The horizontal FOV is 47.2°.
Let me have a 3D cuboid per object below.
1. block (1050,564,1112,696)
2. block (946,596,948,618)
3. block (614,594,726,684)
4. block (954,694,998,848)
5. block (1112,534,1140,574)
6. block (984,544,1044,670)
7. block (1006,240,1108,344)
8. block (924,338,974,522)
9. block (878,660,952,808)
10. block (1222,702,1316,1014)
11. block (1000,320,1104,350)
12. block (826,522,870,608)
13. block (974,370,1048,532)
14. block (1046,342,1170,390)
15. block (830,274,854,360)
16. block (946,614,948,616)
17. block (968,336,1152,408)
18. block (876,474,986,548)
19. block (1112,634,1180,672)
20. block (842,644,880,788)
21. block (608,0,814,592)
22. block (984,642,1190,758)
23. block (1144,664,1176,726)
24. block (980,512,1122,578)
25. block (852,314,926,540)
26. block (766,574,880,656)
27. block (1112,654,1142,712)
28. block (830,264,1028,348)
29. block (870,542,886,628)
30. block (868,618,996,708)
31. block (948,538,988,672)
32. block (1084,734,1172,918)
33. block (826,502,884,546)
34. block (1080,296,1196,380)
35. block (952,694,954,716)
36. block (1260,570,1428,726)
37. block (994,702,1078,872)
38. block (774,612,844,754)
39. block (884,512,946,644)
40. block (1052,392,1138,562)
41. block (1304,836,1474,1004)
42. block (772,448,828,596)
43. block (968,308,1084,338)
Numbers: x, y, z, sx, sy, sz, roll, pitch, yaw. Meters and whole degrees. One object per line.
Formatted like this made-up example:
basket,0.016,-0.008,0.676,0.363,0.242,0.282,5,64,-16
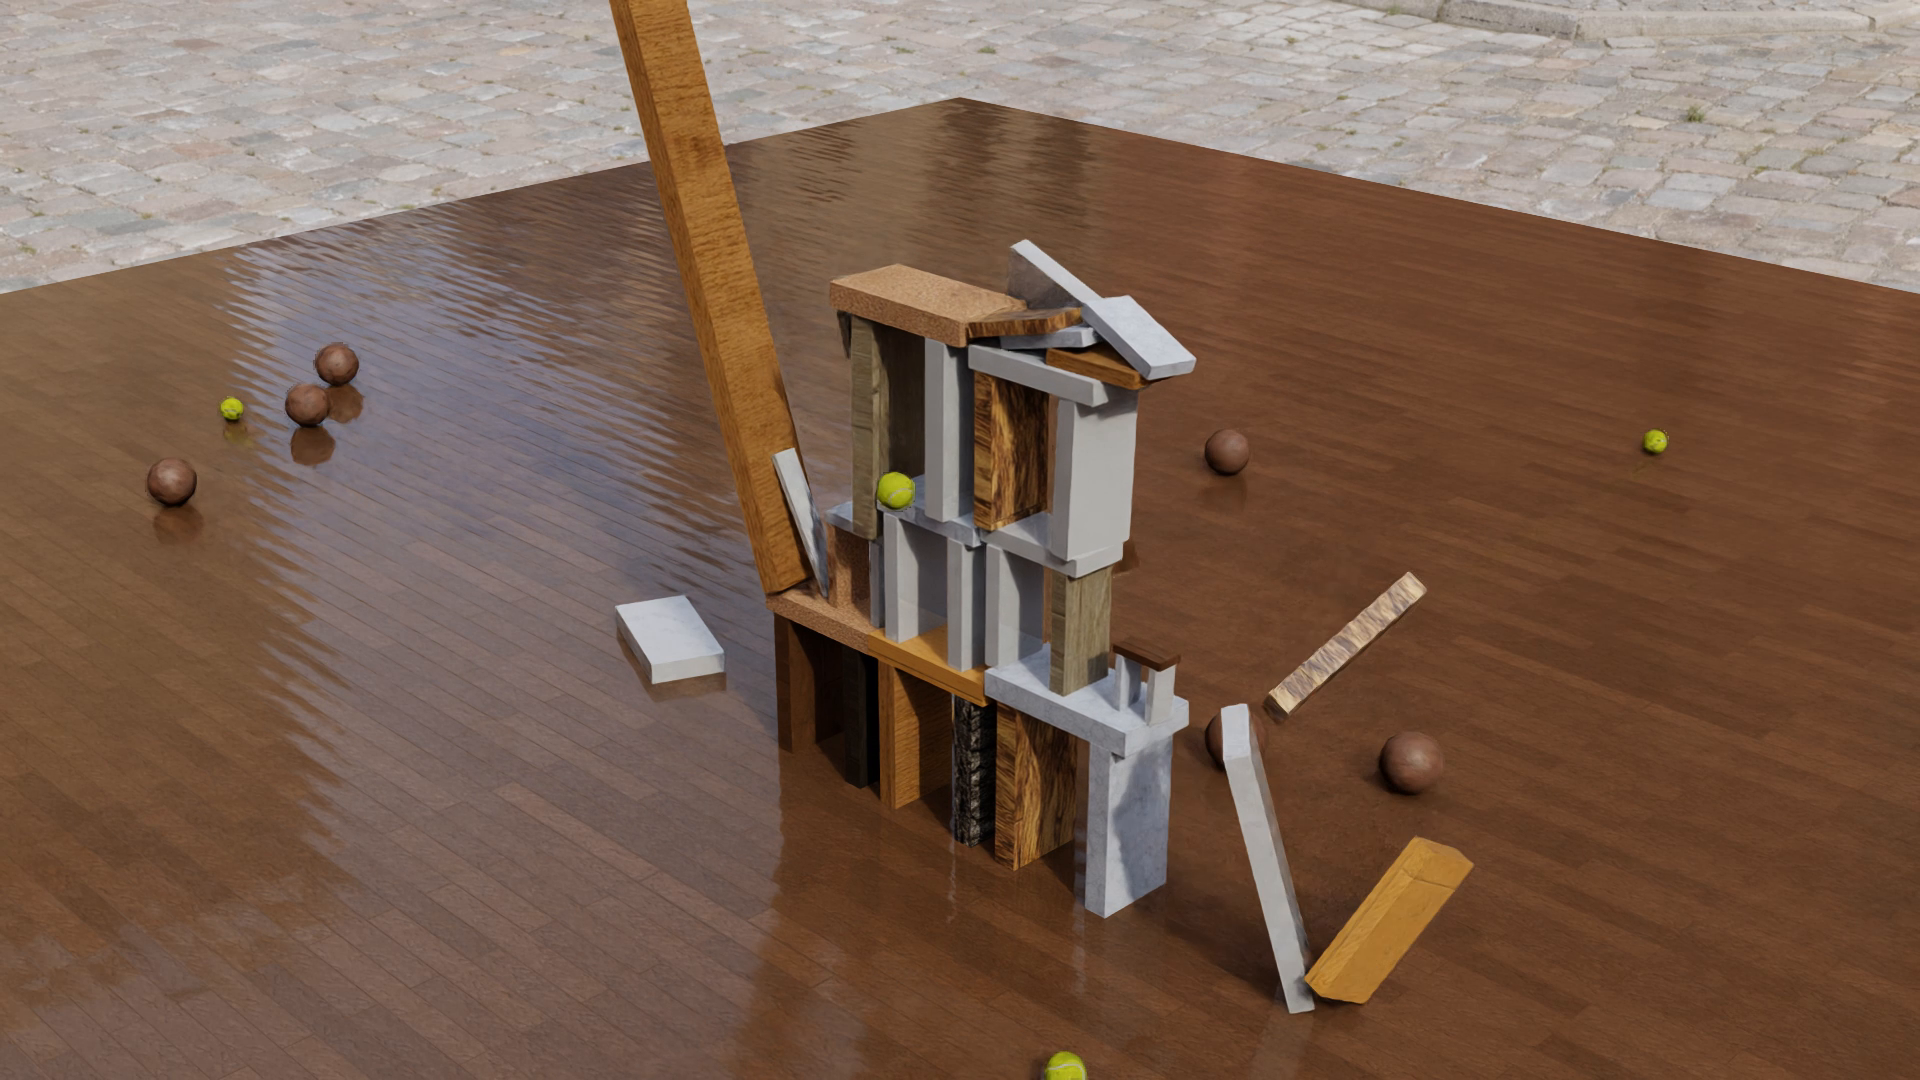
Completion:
block,0.223,0.154,4.051,0.123,0.247,0.035,-21,31,-40
block,-0.117,0.215,4.896,0.344,0.049,0.172,-2,56,-22
block,-0.682,0.230,5.157,0.172,0.049,0.344,-9,25,-20
block,0.062,0.430,4.336,0.046,0.322,0.161,21,31,41
block,0.271,-0.028,4.190,0.094,0.189,0.027,-16,8,4
block,0.104,0.110,4.154,0.035,0.247,0.123,21,31,40
block,0.186,-0.422,4.000,0.037,0.131,0.263,-28,53,-29
block,0.016,-0.224,4.113,0.175,0.351,0.050,-20,31,-39
block,-0.090,0.370,4.476,0.046,0.322,0.161,21,31,41
block,0.529,0.549,3.764,0.045,0.543,0.158,-12,27,11
block,0.176,-0.363,3.875,0.099,0.028,0.199,-22,17,-41
block,-0.227,0.041,4.499,0.091,0.182,0.026,-20,29,-38
block,0.095,-0.183,4.049,0.152,0.304,0.043,-21,31,-40
block,0.256,-0.306,3.798,0.199,0.028,0.099,20,30,40
block,-0.197,-0.435,4.264,0.080,0.159,0.023,-14,2,-35
block,0.069,0.266,4.651,0.131,0.263,0.037,-15,-7,8
block,0.176,-0.309,3.900,0.152,0.043,0.304,-21,30,-40
block,-0.021,-0.059,4.222,0.134,0.038,0.268,-21,31,-40
block,0.335,0.203,3.942,0.056,0.016,0.112,-21,31,-40
block,-0.166,0.340,4.551,0.045,0.319,0.159,21,31,41
block,-0.484,-0.507,4.494,0.049,1.237,0.172,-5,14,35
block,0.233,0.294,4.099,0.353,0.050,0.176,21,31,41
block,0.359,0.272,3.946,0.056,0.113,0.016,-21,34,-40
block,0.166,0.001,4.049,0.123,0.035,0.247,-21,31,-40
block,-0.136,-0.241,4.285,0.050,0.454,0.175,17,29,32
block,-0.238,0.145,4.546,0.319,0.045,0.159,21,31,41
block,0.305,0.250,3.995,0.016,0.113,0.056,23,32,40
block,-0.061,-0.441,4.109,0.175,0.050,0.351,-21,31,-40
block,-0.137,0.079,4.410,0.091,0.182,0.026,-21,31,-40
block,-0.013,0.231,4.334,0.161,0.046,0.322,-21,31,-40
block,0.038,0.107,4.222,0.134,0.268,0.038,-21,31,-40
block,0.315,0.512,4.102,0.050,0.353,0.176,22,31,40
block,-0.176,-0.034,4.410,0.091,0.026,0.182,-21,31,-40
block,0.305,-0.348,3.768,0.099,0.028,0.199,-12,45,-34
block,0.008,0.362,4.776,0.053,0.105,0.015,-8,-16,-20
block,0.650,0.186,3.733,0.316,0.045,0.158,-40,-11,-6
block,0.149,0.447,4.255,0.050,0.353,0.176,22,31,40
block,-0.317,0.281,4.690,0.159,0.319,0.045,-21,31,-41
block,-0.087,0.058,4.340,0.134,0.268,0.038,-21,31,-40
block,0.240,-0.126,3.913,0.152,0.304,0.043,-18,31,-36
block,0.735,0.654,3.769,0.158,0.316,0.045,21,18,-49
block,-0.314,-0.037,4.556,0.053,0.313,0.015,-22,2,-41
block,0.115,-0.385,3.897,0.189,0.027,0.094,2,18,43
